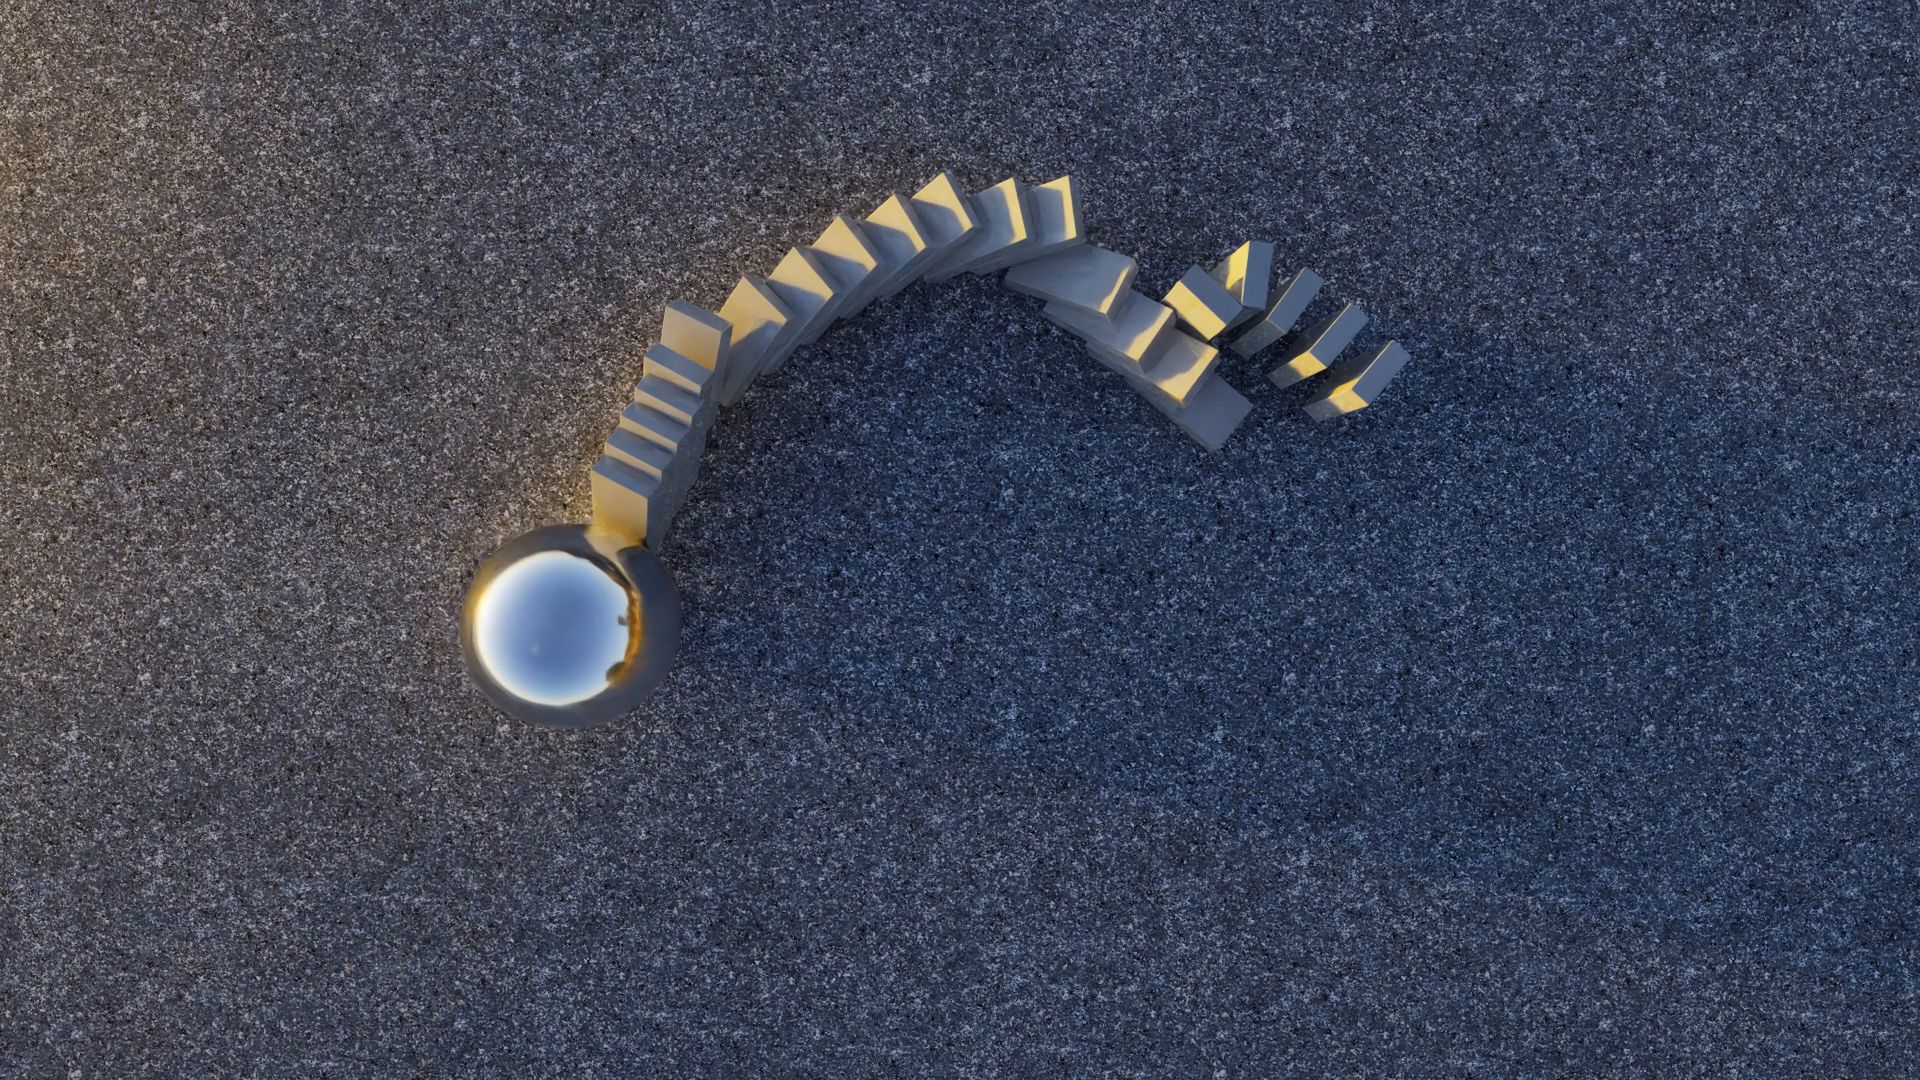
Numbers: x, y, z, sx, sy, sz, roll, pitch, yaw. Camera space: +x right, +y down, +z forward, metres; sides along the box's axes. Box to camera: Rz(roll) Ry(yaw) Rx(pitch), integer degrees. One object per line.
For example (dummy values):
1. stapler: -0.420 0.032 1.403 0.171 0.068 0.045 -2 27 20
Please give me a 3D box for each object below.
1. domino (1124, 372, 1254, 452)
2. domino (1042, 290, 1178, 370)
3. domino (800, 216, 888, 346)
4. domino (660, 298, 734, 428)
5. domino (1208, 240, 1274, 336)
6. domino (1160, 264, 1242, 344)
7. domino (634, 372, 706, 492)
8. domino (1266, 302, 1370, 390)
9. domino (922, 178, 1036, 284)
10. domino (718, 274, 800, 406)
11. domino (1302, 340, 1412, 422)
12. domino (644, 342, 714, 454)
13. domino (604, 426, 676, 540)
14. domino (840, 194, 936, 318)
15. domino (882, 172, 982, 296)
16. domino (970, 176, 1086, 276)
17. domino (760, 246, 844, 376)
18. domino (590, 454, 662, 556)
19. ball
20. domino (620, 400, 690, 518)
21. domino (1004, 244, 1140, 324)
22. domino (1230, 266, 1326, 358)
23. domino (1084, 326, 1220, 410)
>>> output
1. domino: 0.098 -0.064 0.395 0.050 0.010 0.025 40 90 0
2. domino: 0.062 -0.094 0.385 0.050 0.009 0.025 35 91 26
3. domino: -0.056 -0.108 0.384 0.050 0.010 0.025 -39 90 28
4. domino: -0.112 -0.072 0.380 0.025 0.009 0.050 26 128 3
5. domino: 0.112 -0.102 0.375 0.010 0.050 0.025 7 90 -4
6. domino: 0.095 -0.093 0.375 0.025 0.050 0.009 43 86 0
7. domino: -0.120 -0.043 0.377 0.025 0.050 0.010 27 52 0
8. domino: 0.145 -0.078 0.375 0.009 0.050 0.025 41 90 0
9. domino: 0.005 -0.128 0.383 0.050 0.010 0.025 -13 89 30
10. domino: -0.092 -0.083 0.384 0.025 0.009 0.050 45 117 0
11. domino: 0.161 -0.064 0.375 0.010 0.050 0.025 41 90 0
12. domino: -0.117 -0.055 0.377 0.025 0.050 0.010 28 52 0
13. domino: -0.132 -0.022 0.377 0.025 0.050 0.009 27 52 0
14. domino: -0.037 -0.118 0.384 0.050 0.009 0.025 -31 90 29
15. domino: -0.018 -0.127 0.384 0.050 0.010 0.025 -29 89 29
16. domino: 0.026 -0.131 0.383 0.050 0.009 0.025 -8 88 30
17. domino: -0.074 -0.096 0.384 0.050 0.010 0.025 -41 90 28
18. domino: -0.137 -0.011 0.377 0.025 0.050 0.010 27 52 0
19. ball: -0.151 0.033 0.360 0.080 0.080 0.080 0 90 0
20. domino: -0.126 -0.032 0.377 0.025 0.050 0.009 27 52 0
21. domino: 0.046 -0.112 0.385 0.050 0.010 0.025 27 90 26
22. domino: 0.128 -0.092 0.375 0.009 0.050 0.025 37 90 0
23. domino: 0.080 -0.078 0.384 0.050 0.010 0.025 36 88 26
